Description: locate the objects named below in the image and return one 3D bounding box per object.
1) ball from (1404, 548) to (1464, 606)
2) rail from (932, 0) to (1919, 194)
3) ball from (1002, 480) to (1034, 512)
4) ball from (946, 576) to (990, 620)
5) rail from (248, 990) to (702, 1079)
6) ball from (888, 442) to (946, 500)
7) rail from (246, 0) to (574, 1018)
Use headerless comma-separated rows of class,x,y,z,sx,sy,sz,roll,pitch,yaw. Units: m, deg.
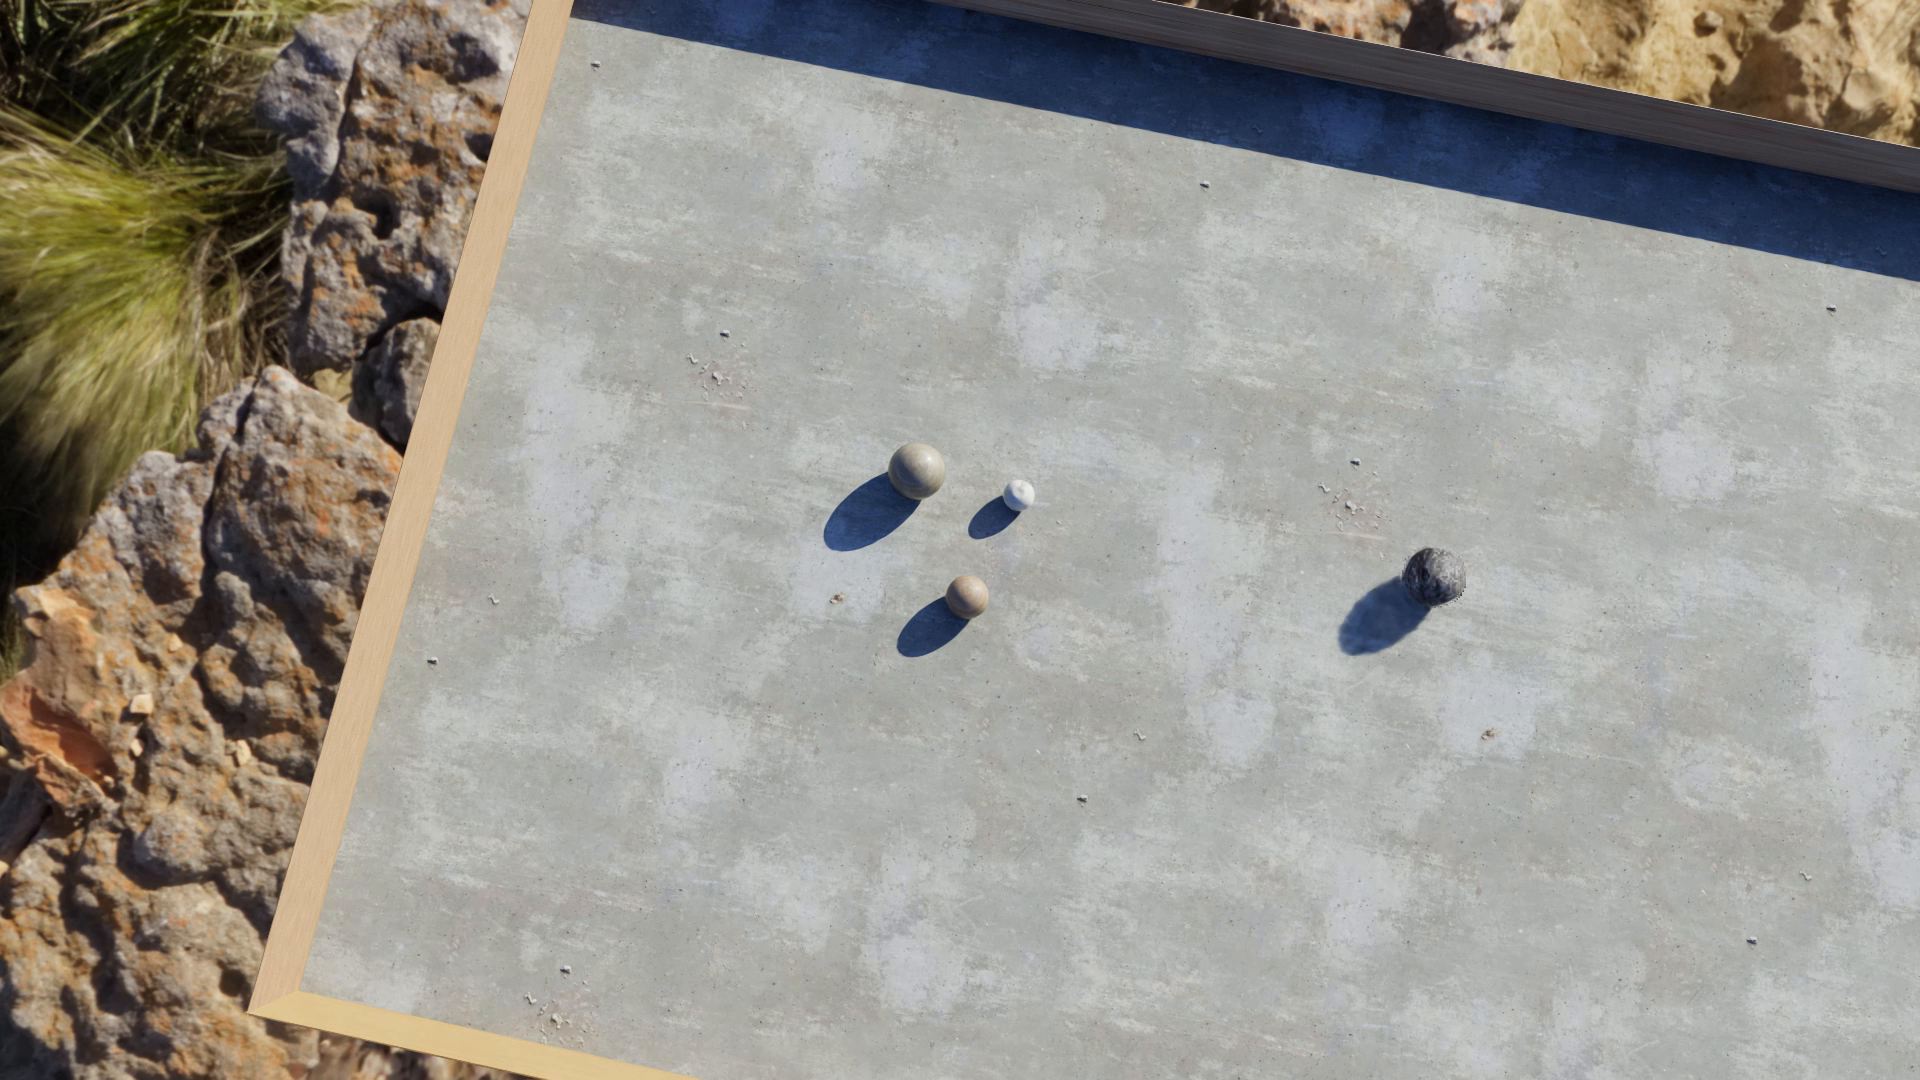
ball,0.713,0.055,3.305,0.088,0.088,0.088,0,76,0
rail,0.997,-0.668,3.465,3.334,0.115,0.045,12,77,3
ball,0.090,-0.068,3.355,0.048,0.048,0.048,0,76,0
ball,0.011,0.086,3.309,0.066,0.066,0.066,0,76,0
rail,0.633,0.993,3.063,3.334,0.115,0.045,12,77,3
ball,-0.066,-0.105,3.344,0.089,0.089,0.089,0,76,0
rail,-0.792,-0.169,3.345,0.045,0.115,1.795,12,77,3
